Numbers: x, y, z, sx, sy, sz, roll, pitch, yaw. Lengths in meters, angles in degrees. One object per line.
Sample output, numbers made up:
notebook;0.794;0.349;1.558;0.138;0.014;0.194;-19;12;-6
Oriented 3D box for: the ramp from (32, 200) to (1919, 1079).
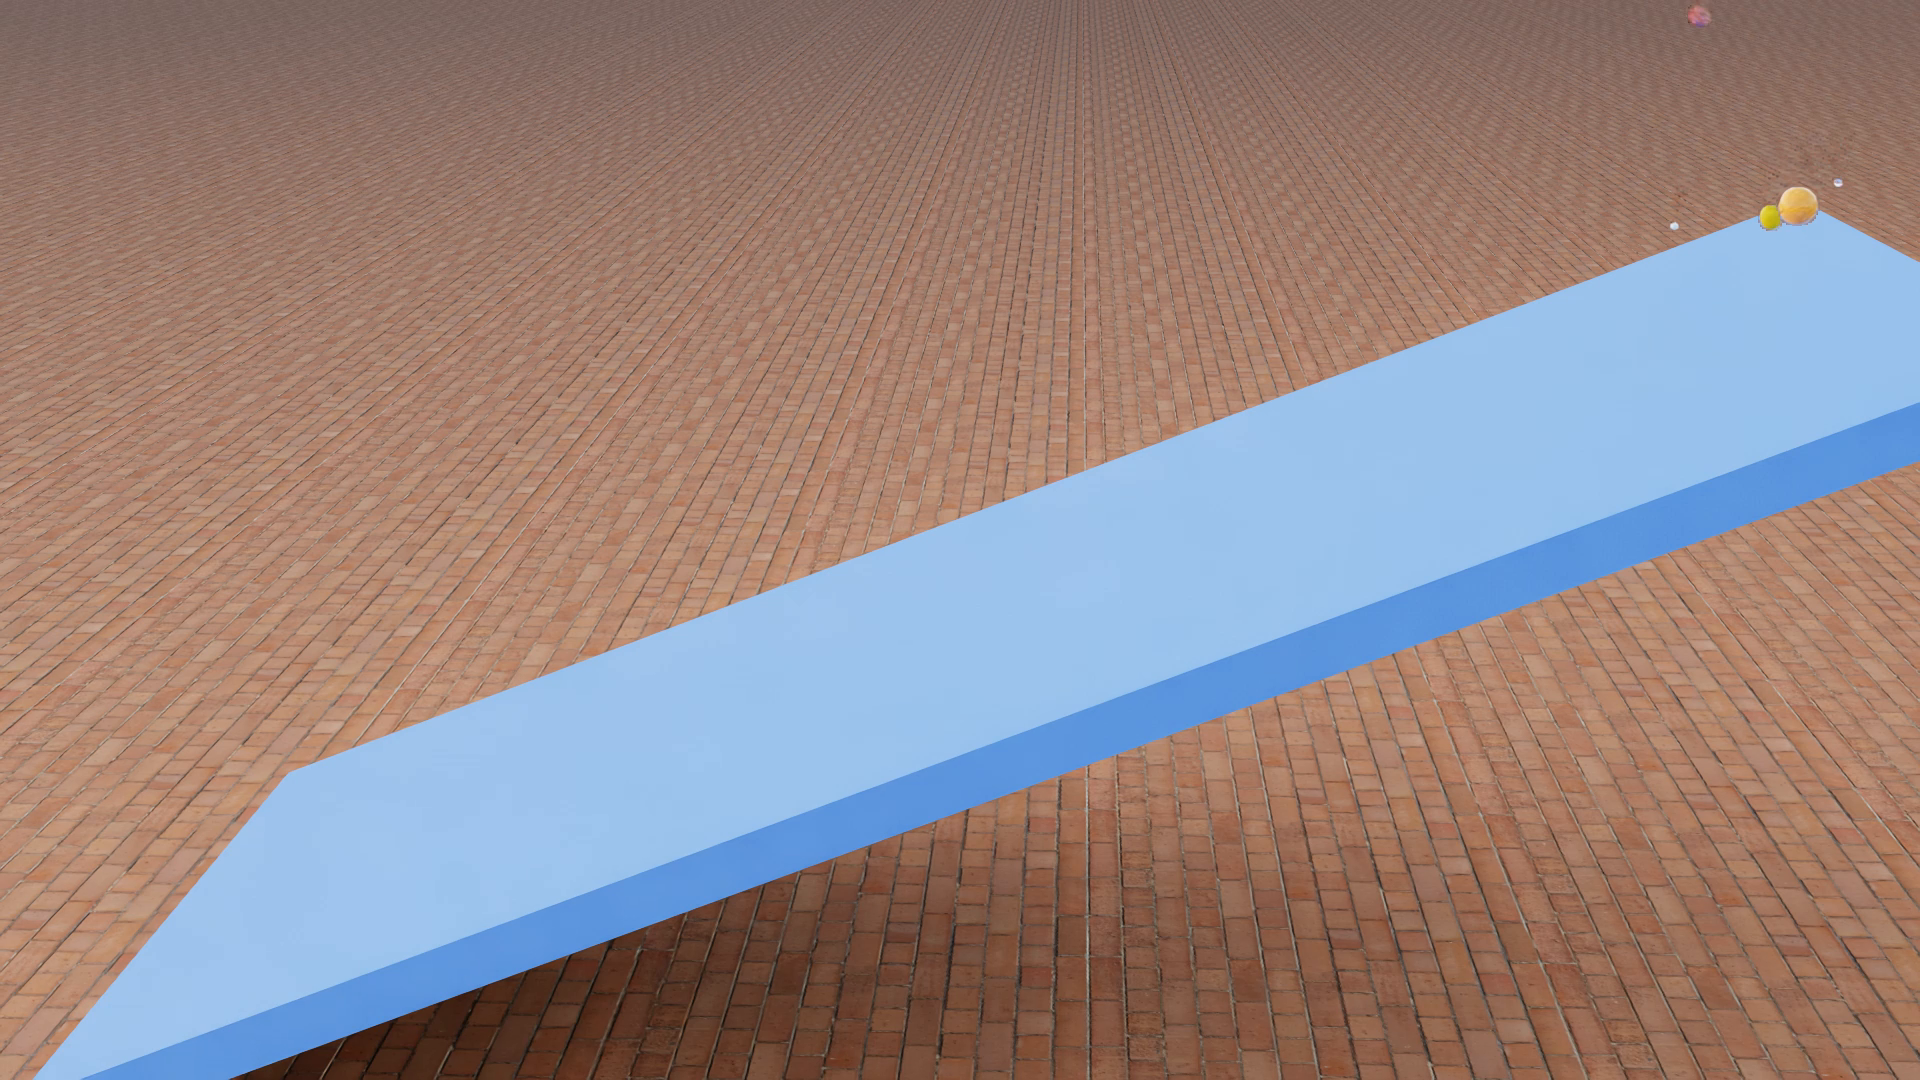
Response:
ramp;0.123;0.174;6.291;4.000;0.100;2.000;-21;12;7
